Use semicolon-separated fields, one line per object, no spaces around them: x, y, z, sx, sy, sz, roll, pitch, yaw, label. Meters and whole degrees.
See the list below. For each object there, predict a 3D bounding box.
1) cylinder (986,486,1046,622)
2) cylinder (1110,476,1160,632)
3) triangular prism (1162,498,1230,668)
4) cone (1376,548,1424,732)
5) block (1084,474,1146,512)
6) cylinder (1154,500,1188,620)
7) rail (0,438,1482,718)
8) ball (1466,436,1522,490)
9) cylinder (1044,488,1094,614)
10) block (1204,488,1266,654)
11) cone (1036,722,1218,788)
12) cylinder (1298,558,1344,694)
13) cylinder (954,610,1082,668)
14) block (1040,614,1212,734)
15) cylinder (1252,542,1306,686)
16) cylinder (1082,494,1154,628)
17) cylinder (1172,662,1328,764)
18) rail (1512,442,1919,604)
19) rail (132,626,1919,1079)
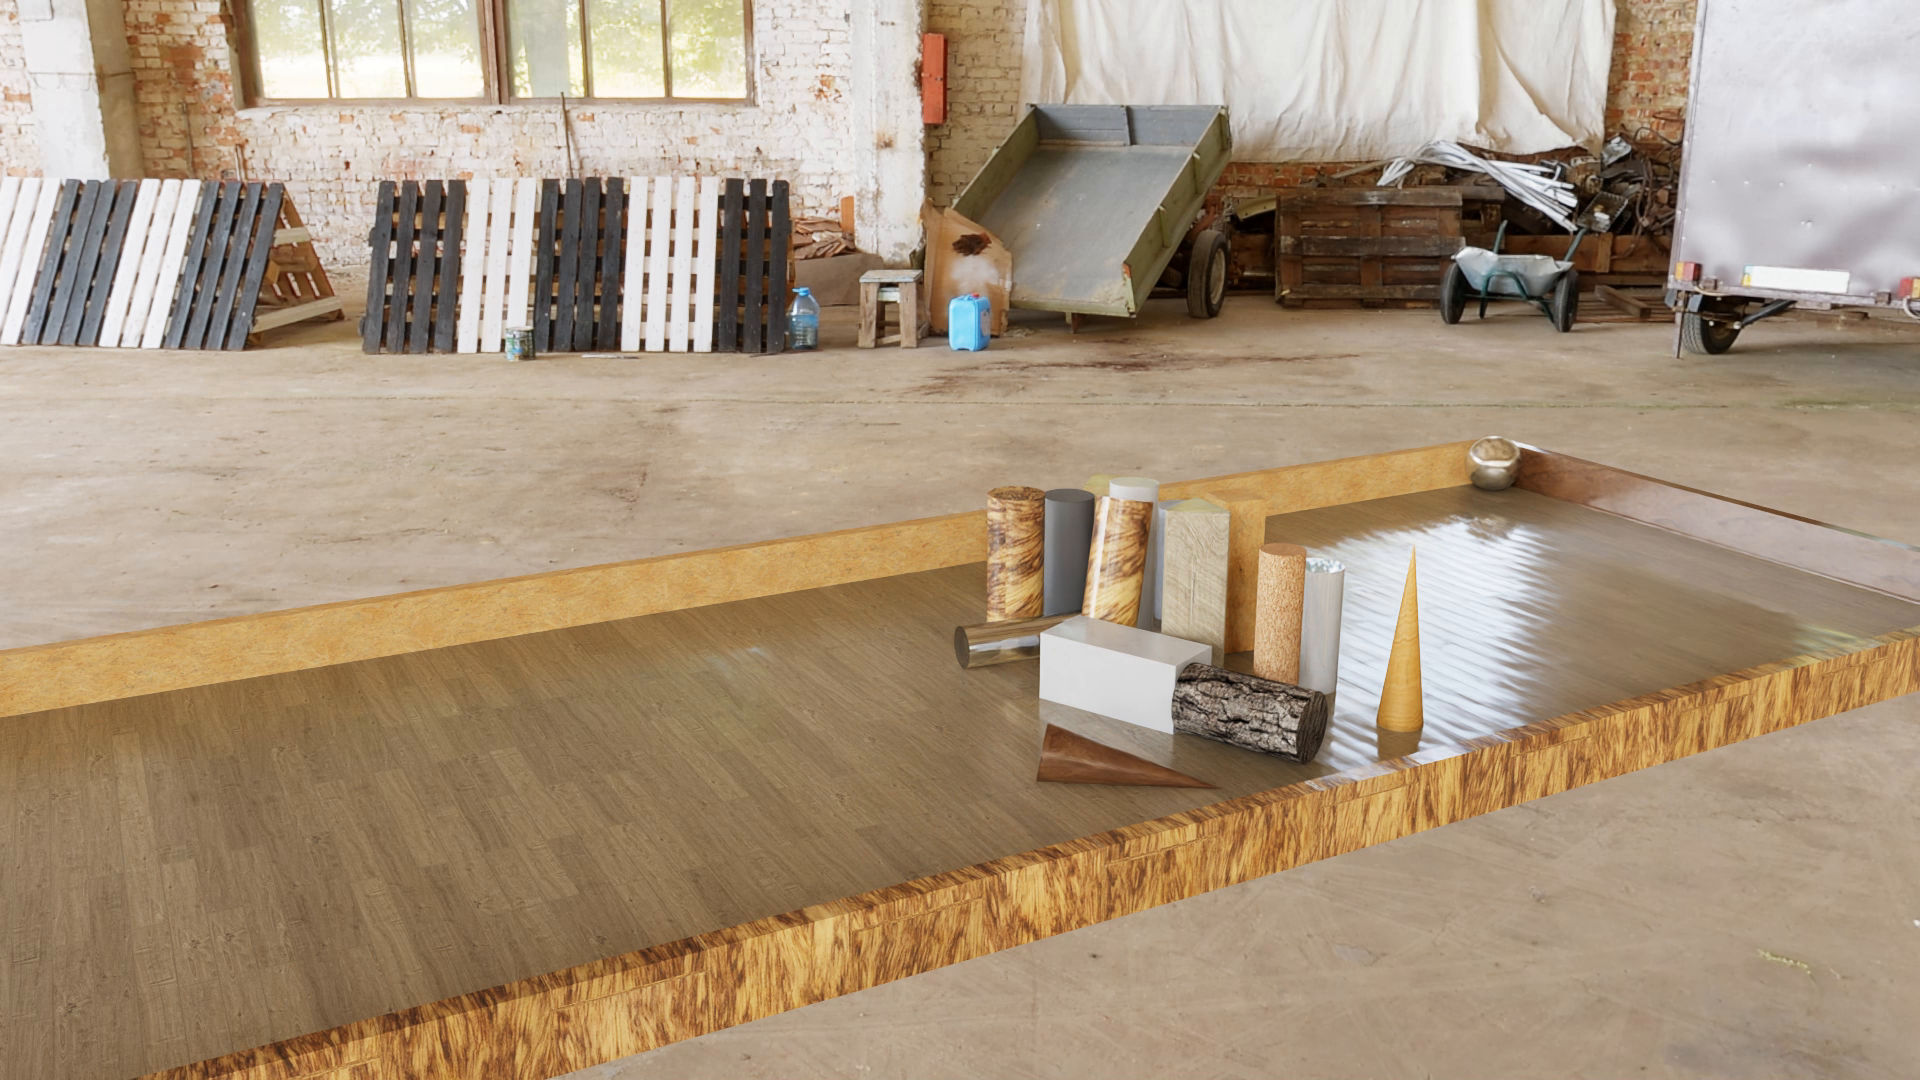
0.147;0.075;4.372;0.152;0.410;0.152;0;16;0;cylinder
0.451;0.062;4.353;0.129;0.441;0.129;1;15;0;cylinder
0.581;0.131;4.104;0.153;0.455;0.133;1;16;5;triangular prism
1.037;0.216;3.825;0.109;0.448;0.109;0;16;0;cone
0.451;-0.017;4.842;0.152;0.322;0.152;5;17;17;block
0.608;0.058;4.594;0.130;0.318;0.130;0;16;0;cylinder
-3.305;0.497;3.399;12.000;0.150;0.050;-9;18;-27;rail
1.925;-0.277;5.946;0.197;0.197;0.197;0;16;0;ball
0.299;0.042;4.598;0.145;0.345;0.145;0;16;0;cylinder
0.717;0.081;4.347;0.116;0.412;0.116;-6;17;-18;block
0.371;0.495;3.556;0.395;0.130;0.130;11;18;5;cone
0.876;0.213;4.073;0.126;0.315;0.126;0;16;0;cylinder
0.178;0.255;4.290;0.372;0.110;0.110;-6;18;-21;cylinder
0.395;0.319;3.971;0.376;0.169;0.169;12;20;36;block
0.742;0.224;3.846;0.106;0.422;0.106;0;16;0;cylinder
0.392;0.107;4.192;0.144;0.429;0.144;7;5;-1;cylinder
0.654;0.390;3.736;0.309;0.165;0.165;12;20;34;cylinder
2.466;-0.048;5.253;0.050;0.150;2.100;-9;18;-27;rail
-2.336;1.006;1.665;12.000;0.150;0.050;-9;18;-27;rail
